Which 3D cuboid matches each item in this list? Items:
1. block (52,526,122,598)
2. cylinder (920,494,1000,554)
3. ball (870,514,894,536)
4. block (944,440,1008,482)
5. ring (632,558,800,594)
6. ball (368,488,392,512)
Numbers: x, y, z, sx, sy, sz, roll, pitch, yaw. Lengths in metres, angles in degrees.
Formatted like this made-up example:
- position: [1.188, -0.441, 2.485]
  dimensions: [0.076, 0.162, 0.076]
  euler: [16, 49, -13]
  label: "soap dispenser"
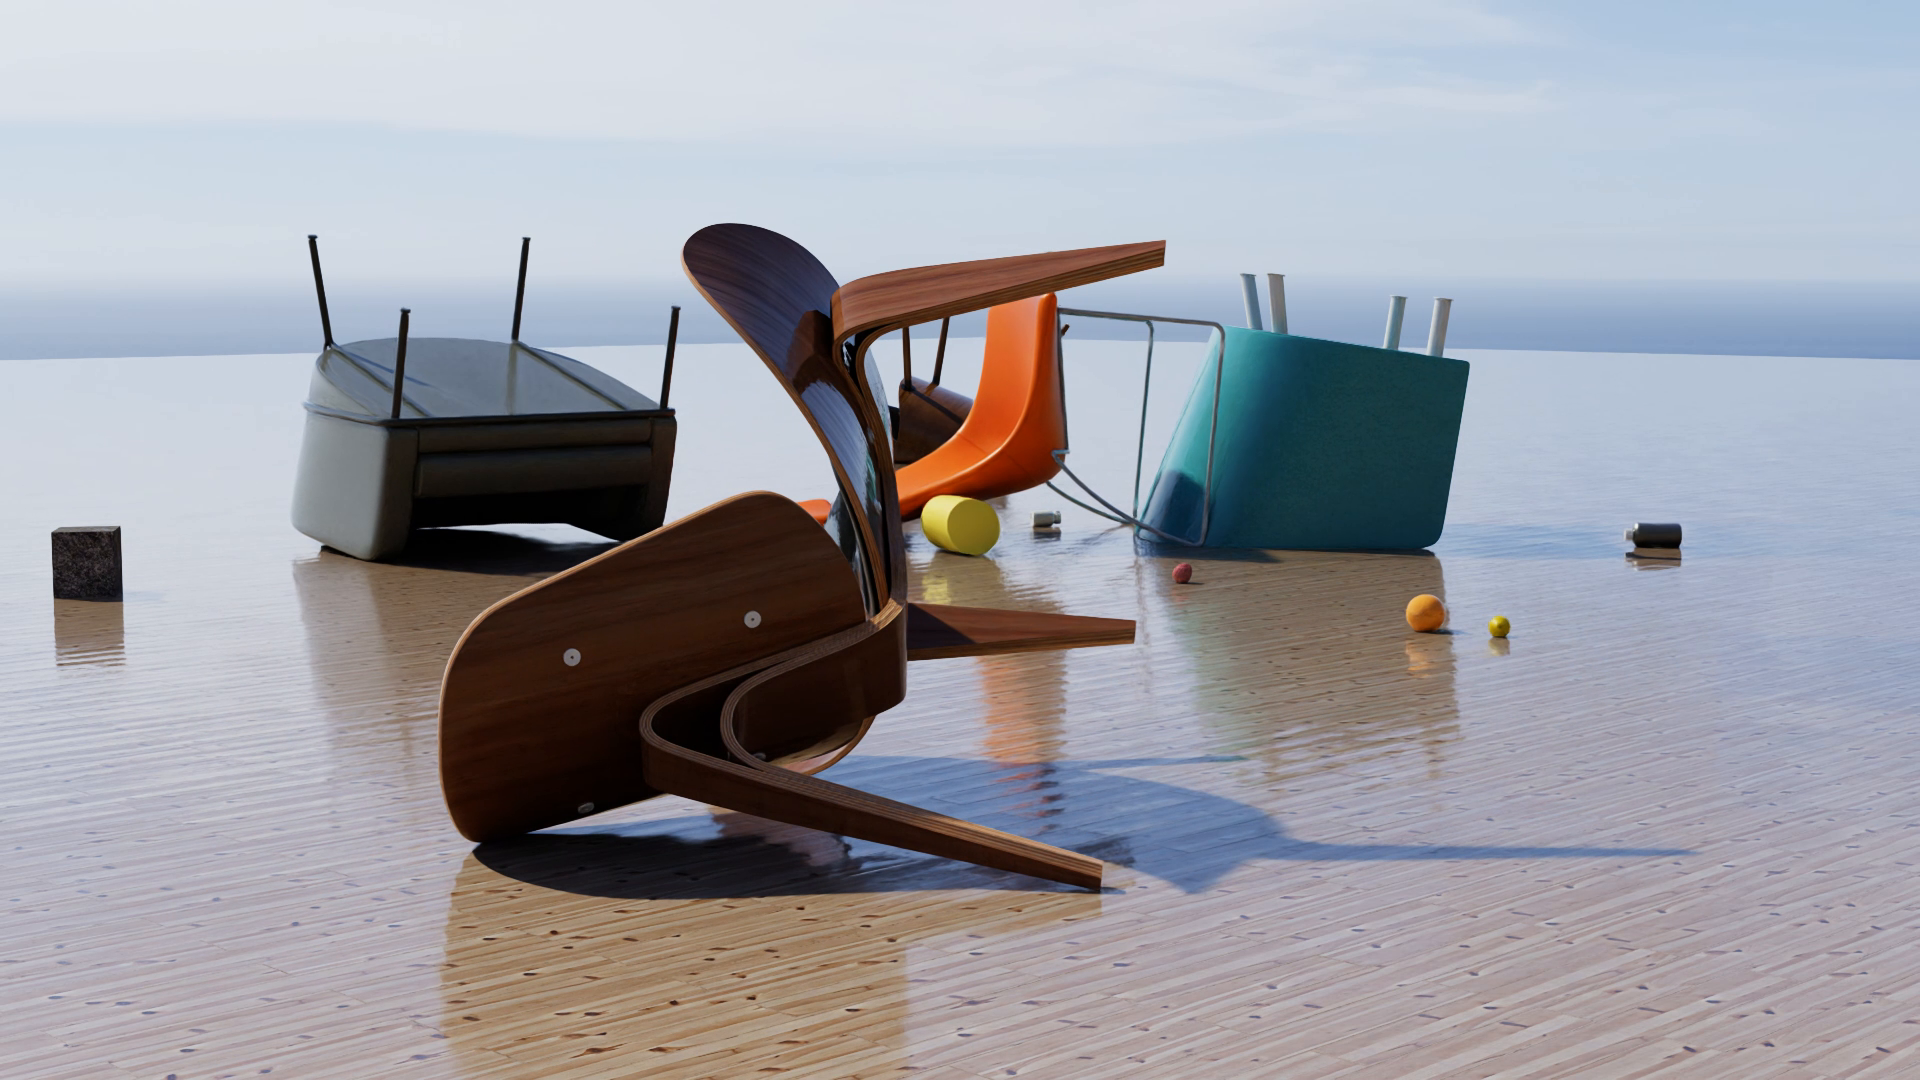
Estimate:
- position: [-1.809, 0.045, 5.319]
  dimensions: [0.122, 0.135, 0.121]
  euler: [-1, 6, -11]
  label: "block"
- position: [0.001, -0.037, 6.117]
  dimensions: [0.147, 0.129, 0.136]
  euler: [32, -10, -26]
  label: "cylinder"
- position: [-0.198, -0.040, 6.520]
  dimensions: [0.057, 0.057, 0.057]
  euler: [0, 6, 0]
  label: "ball"
- position: [0.052, -0.258, 8.307]
  dimensions: [0.194, 0.125, 0.085]
  euler: [-4, 7, -36]
  label: "block"
- position: [-0.515, 0.076, 5.416]
  dimensions: [0.363, 0.053, 0.258]
  euler: [0, 6, 10]
  label: "ring"
- position: [-1.626, -0.114, 7.187]
  dimensions: [0.067, 0.067, 0.067]
  euler: [0, 6, 0]
  label: "ball"
